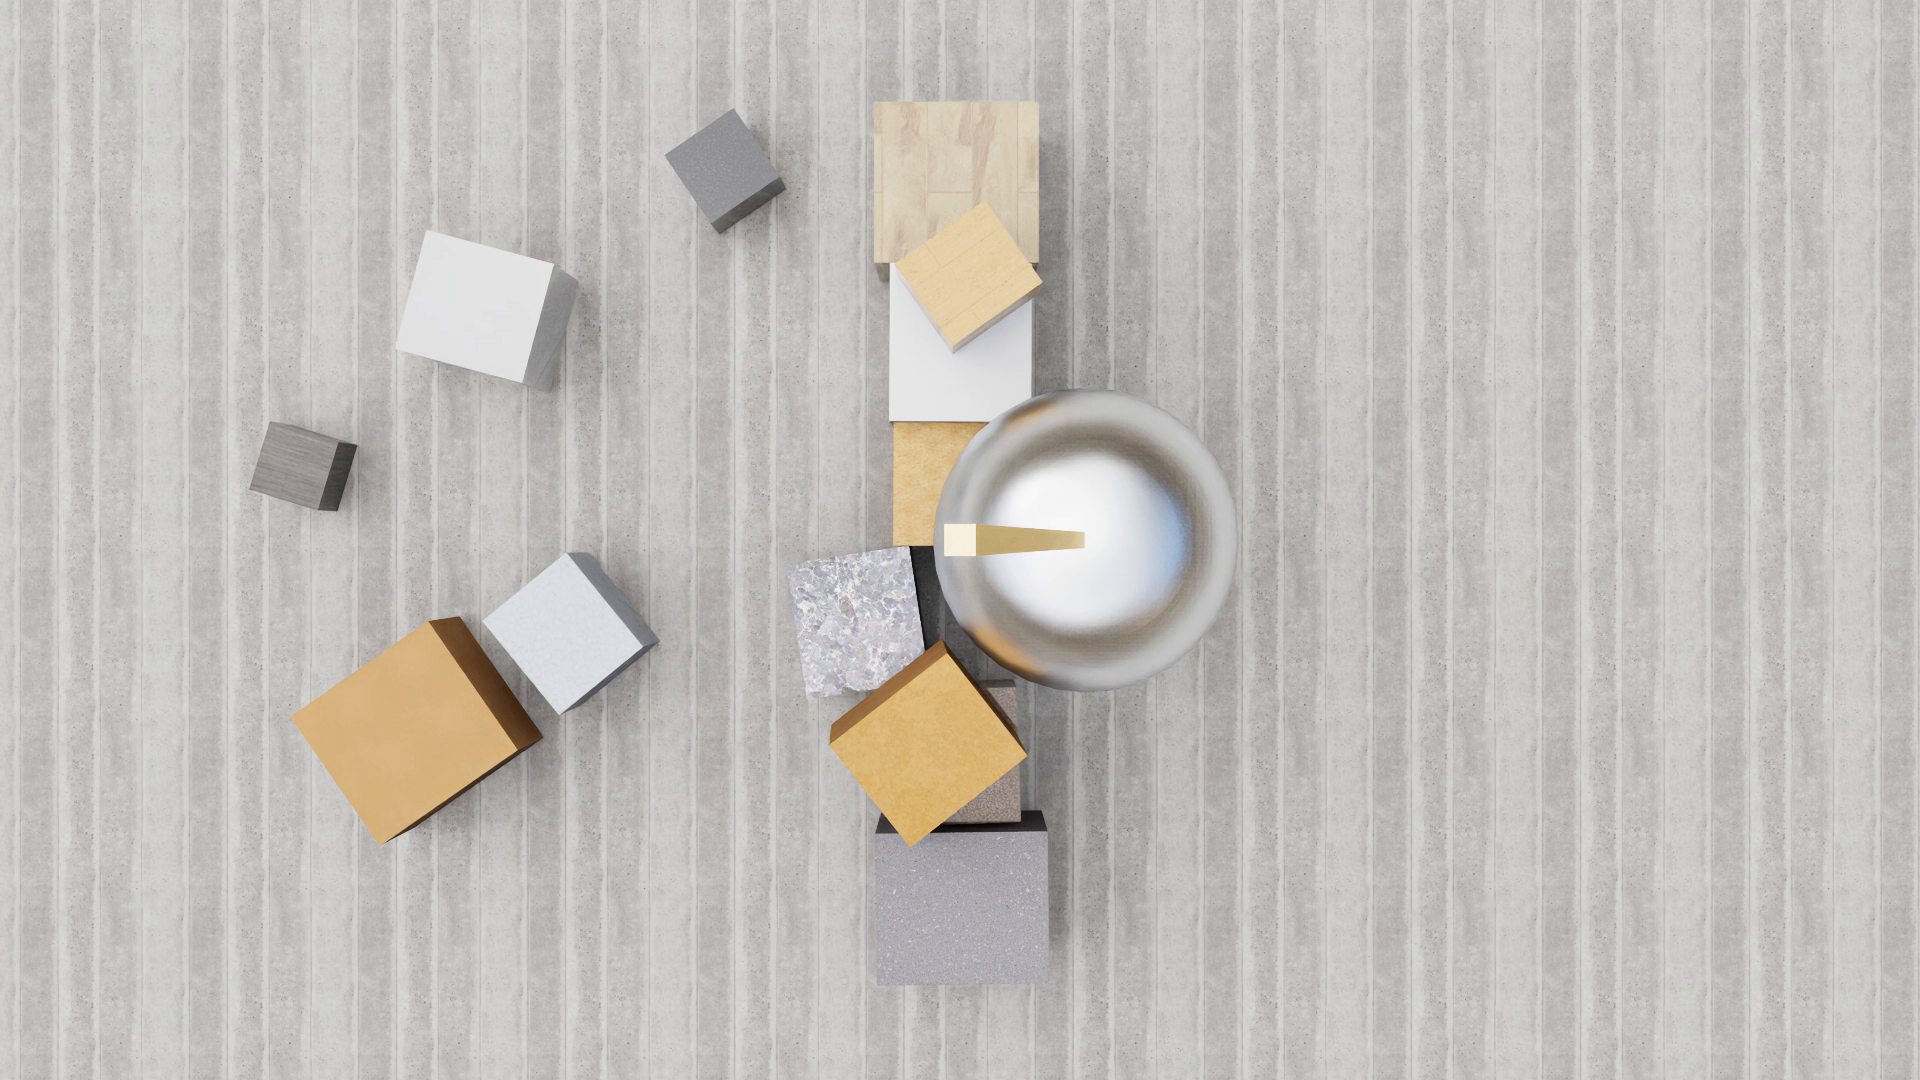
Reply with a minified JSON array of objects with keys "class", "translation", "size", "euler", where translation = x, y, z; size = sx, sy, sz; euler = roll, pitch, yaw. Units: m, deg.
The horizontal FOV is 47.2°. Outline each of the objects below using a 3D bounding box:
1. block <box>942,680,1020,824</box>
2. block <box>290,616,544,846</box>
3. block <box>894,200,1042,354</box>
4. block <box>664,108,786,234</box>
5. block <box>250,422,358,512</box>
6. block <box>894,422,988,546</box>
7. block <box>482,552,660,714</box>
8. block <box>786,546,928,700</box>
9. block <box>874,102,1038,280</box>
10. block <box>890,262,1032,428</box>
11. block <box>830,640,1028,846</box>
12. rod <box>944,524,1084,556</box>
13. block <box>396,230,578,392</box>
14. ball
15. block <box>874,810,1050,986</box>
[{"class":"block","translation":[-0.016,1.211,12.646],"size":[0.690,0.709,0.756],"euler":[-2,90,0]},{"class":"block","translation":[-3.093,1.076,12.614],"size":[0.934,0.772,0.875],"euler":[-35,90,0]},{"class":"block","translation":[0.046,-1.406,11.850],"size":[0.581,0.542,0.528],"euler":[-35,90,0]},{"class":"block","translation":[-1.357,-2.135,12.771],"size":[0.480,0.459,0.472],"euler":[-34,90,0]},{"class":"block","translation":[-3.817,-0.425,12.800],"size":[0.412,0.401,0.411],"euler":[17,90,0]},{"class":"block","translation":[-0.003,-0.311,12.635],"size":[0.737,0.731,0.685],"euler":[0,90,0]},{"class":"block","translation":[-2.219,0.524,12.641],"size":[0.604,0.717,0.679],"euler":[-39,90,0]},{"class":"block","translation":[-0.569,0.459,12.626],"size":[0.690,0.748,0.761],"euler":[-9,90,0]},{"class":"block","translation":[-0.020,-1.979,12.580],"size":[0.909,0.840,0.890],"euler":[0,90,0]},{"class":"block","translation":[0.003,-1.090,12.560],"size":[0.782,0.880,0.871],"euler":[0,90,0]},{"class":"block","translation":[-0.181,1.081,11.891],"size":[0.782,0.753,0.690],"euler":[-38,94,0]},{"class":"rod","translation":[0.284,0.000,8.145],"size":[0.080,5.200,0.080],"euler":[0,90,6]},{"class":"block","translation":[-2.692,-1.295,12.593],"size":[0.730,0.813,0.682],"euler":[15,90,0]},{"class":"ball","translation":[0.656,0.000,11.524],"size":[1.600,1.600,1.600],"euler":[0,90,0]},{"class":"block","translation":[0.013,2.022,12.530],"size":[0.949,0.940,0.834],"euler":[-1,90,0]}]
